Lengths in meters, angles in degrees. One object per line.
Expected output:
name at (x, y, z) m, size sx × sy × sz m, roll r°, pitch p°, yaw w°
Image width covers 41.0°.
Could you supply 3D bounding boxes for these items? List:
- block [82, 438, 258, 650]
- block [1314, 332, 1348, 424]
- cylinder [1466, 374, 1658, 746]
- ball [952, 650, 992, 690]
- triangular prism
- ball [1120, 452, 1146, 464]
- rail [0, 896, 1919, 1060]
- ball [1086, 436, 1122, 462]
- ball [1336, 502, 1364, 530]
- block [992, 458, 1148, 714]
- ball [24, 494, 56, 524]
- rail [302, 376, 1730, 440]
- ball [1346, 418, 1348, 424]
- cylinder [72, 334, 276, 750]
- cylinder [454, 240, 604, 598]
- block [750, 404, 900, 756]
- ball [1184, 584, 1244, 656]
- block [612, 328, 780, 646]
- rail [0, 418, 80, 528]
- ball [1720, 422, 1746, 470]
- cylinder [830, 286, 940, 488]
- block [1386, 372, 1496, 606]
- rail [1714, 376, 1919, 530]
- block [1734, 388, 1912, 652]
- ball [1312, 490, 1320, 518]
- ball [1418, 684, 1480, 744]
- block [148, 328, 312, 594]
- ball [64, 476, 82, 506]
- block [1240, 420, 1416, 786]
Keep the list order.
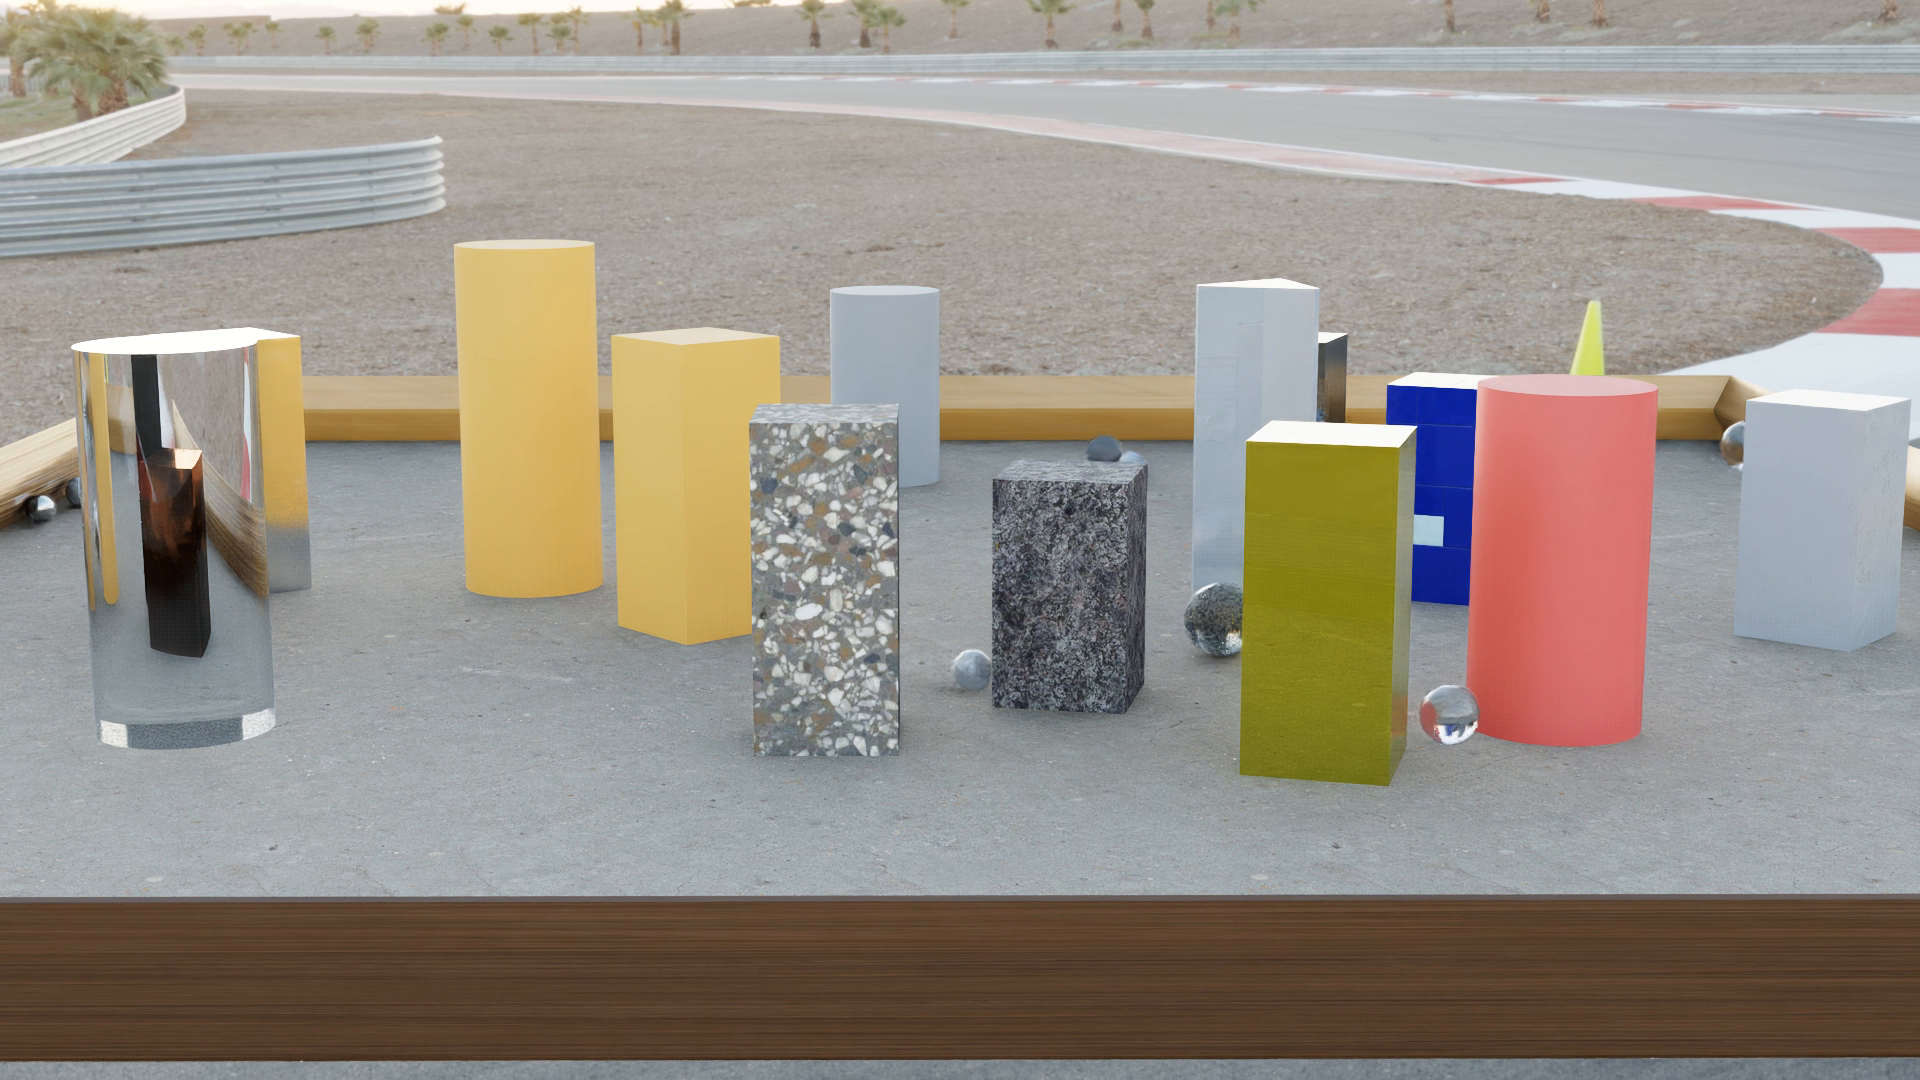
block at (-1.019, 0.001, 3.313) m, size 0.154 × 0.237 × 0.154 m, roll -9°, pitch 14°, yaw -41°
block at (0.543, -0.195, 4.238) m, size 0.154 × 0.284 × 0.154 m, roll 4°, pitch 11°, yaw 21°
cylinder at (0.661, 0.018, 2.829) m, size 0.192 × 0.381 × 0.192 m, roll 0°, pitch 11°, yaw 0°
ball at (0.015, 0.153, 3.017) m, size 0.048 × 0.048 × 0.048 m, roll 0°, pitch 11°, yaw 0°
triangular prism at (0.425, -0.143, 3.569) m, size 0.166 × 0.428 × 0.144 m, roll 4°, pitch 11°, yaw 19°
ball at (0.304, -0.131, 4.543) m, size 0.048 × 0.048 × 0.048 m, roll 0°, pitch 11°, yaw 0°
rail at (0.009, 0.318, 1.909) m, size 3.033 × 0.125 × 0.045 m, roll 0°, pitch 11°, yaw 0°
ball at (0.260, -0.157, 4.640) m, size 0.063 × 0.063 × 0.063 m, roll 0°, pitch 11°, yaw 0°
ball at (0.616, -0.038, 4.049) m, size 0.045 × 0.045 × 0.045 m, roll 0°, pitch 11°, yaw 0°
block at (0.128, 0.051, 2.972) m, size 0.154 × 0.264 × 0.154 m, roll 2°, pitch 11°, yaw 12°
ball at (-1.472, -0.049, 4.105) m, size 0.046 × 0.046 × 0.046 m, roll 0°, pitch 11°, yaw 0°
rail at (-0.009, -0.254, 4.989) m, size 3.033 × 0.125 × 0.045 m, roll 0°, pitch 11°, yaw 0°
ball at (0.696, -0.216, 4.887) m, size 0.088 × 0.088 × 0.088 m, roll 0°, pitch 11°, yaw 0°
cylinder at (-0.859, -0.002, 2.812) m, size 0.192 × 0.427 × 0.192 m, roll 0°, pitch 11°, yaw 0°
cylinder at (-0.602, -0.173, 3.591) m, size 0.192 × 0.479 × 0.192 m, roll 0°, pitch 11°, yaw 0°
block at (-0.143, 0.040, 2.775) m, size 0.154 × 0.358 × 0.154 m, roll 0°, pitch 11°, yaw -1°
ball at (0.324, 0.099, 3.187) m, size 0.090 × 0.090 × 0.090 m, roll 0°, pitch 11°, yaw 0°
block at (-0.339, -0.074, 3.323) m, size 0.154 × 0.382 × 0.154 m, roll -9°, pitch 14°, yaw -41°
rail at (-1.493, 0.034, 3.441) m, size 0.045 × 0.125 × 3.180 m, roll 0°, pitch 11°, yaw 0°
ball at (1.422, -0.171, 4.645) m, size 0.088 × 0.088 × 0.088 m, roll 0°, pitch 11°, yaw 0°
cylinder at (-0.132, -0.273, 4.521) m, size 0.192 × 0.334 × 0.192 m, roll 0°, pitch 11°, yaw 0°
block at (0.681, -0.073, 3.548) m, size 0.154 × 0.296 × 0.154 m, roll 5°, pitch 11°, yaw 23°
rail at (1.493, 0.031, 3.458) m, size 0.045 × 0.125 × 3.180 m, roll 0°, pitch 11°, yaw 0°
block at (1.106, -0.029, 3.291) m, size 0.154 × 0.305 × 0.154 m, roll 9°, pitch 14°, yaw 39°
ball at (0.552, -0.056, 4.124) m, size 0.054 × 0.054 × 0.054 m, roll 0°, pitch 11°, yaw 0°
ball at (0.529, 0.189, 2.776) m, size 0.065 × 0.065 × 0.065 m, roll 0°, pitch 11°, yaw 0°
block at (-1.019, -0.108, 3.579) m, size 0.154 × 0.355 × 0.154 m, roll -9°, pitch 14°, yaw -40°
ball at (-1.462, -0.081, 4.267) m, size 0.050 × 0.050 × 0.050 m, roll 0°, pitch 11°, yaw 0°
block at (0.385, 0.062, 2.679) m, size 0.154 × 0.350 × 0.154 m, roll 3°, pitch 11°, yaw 16°
